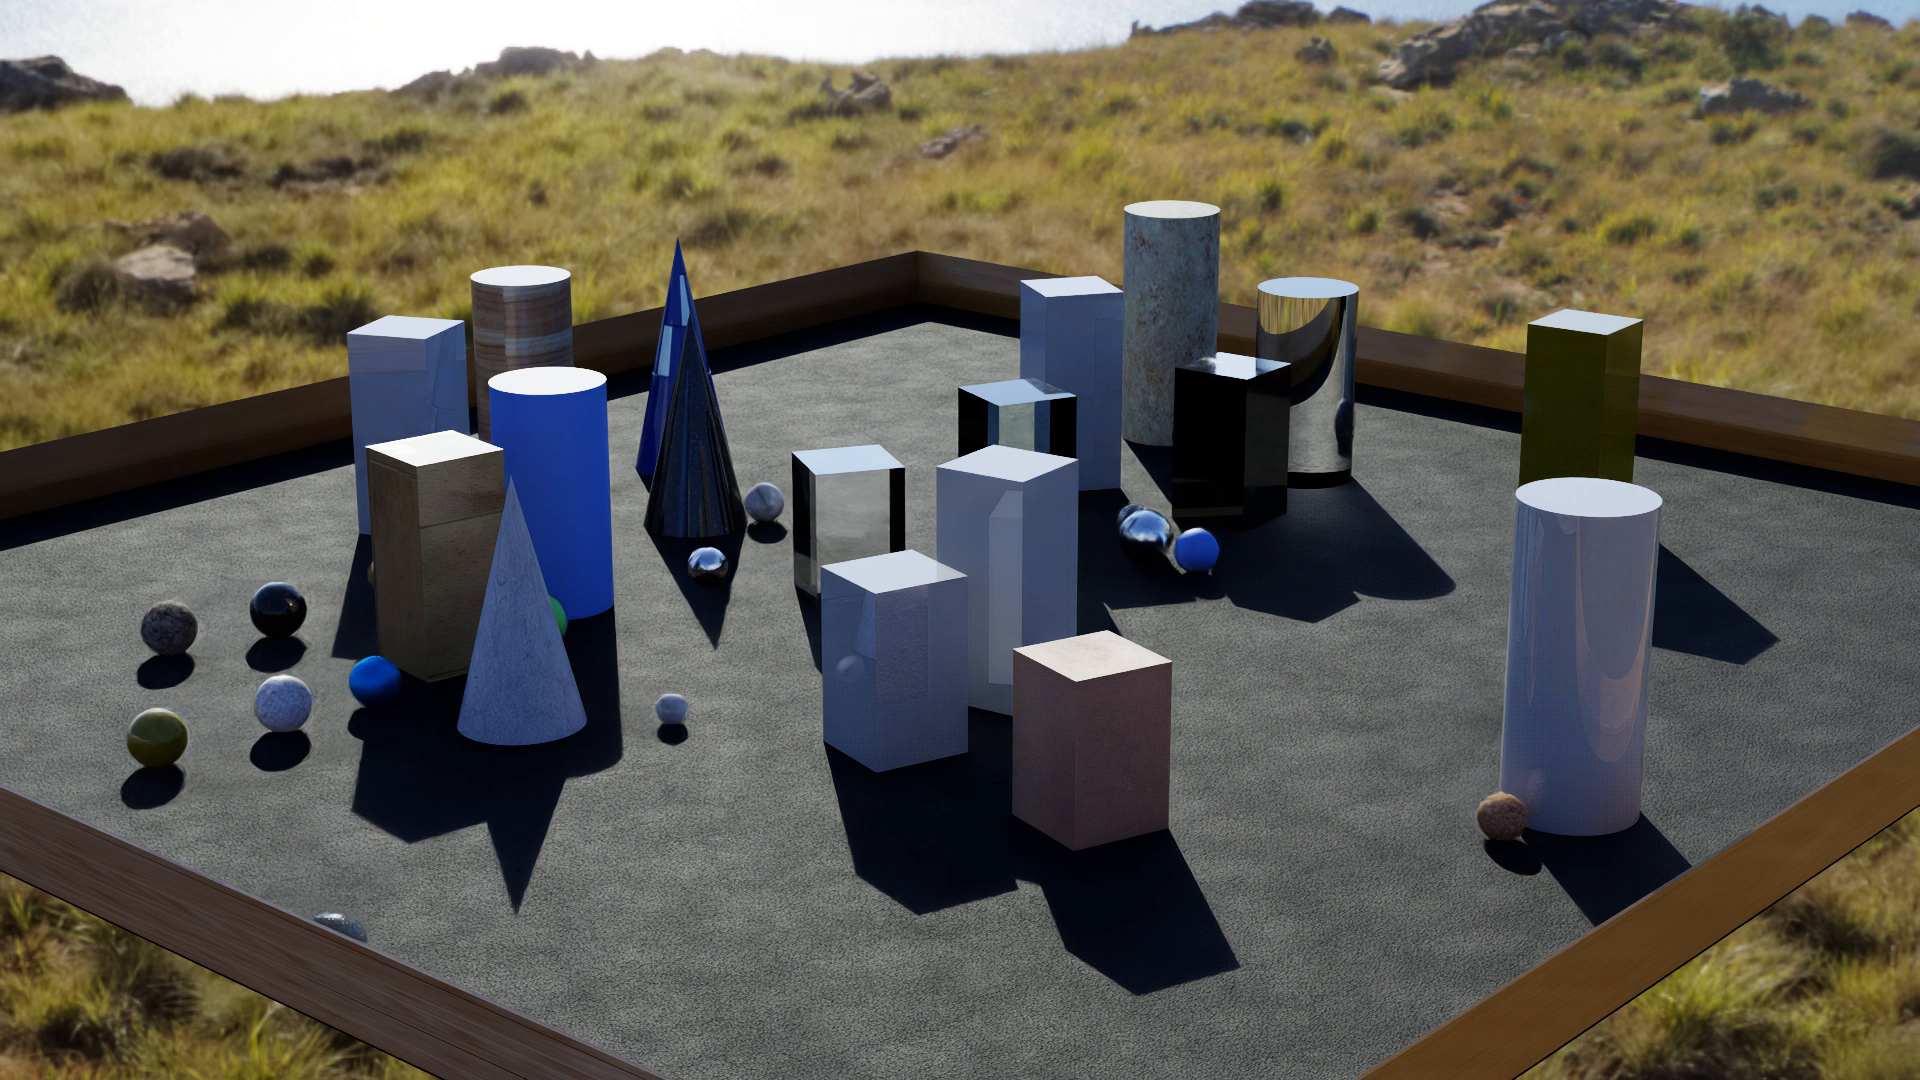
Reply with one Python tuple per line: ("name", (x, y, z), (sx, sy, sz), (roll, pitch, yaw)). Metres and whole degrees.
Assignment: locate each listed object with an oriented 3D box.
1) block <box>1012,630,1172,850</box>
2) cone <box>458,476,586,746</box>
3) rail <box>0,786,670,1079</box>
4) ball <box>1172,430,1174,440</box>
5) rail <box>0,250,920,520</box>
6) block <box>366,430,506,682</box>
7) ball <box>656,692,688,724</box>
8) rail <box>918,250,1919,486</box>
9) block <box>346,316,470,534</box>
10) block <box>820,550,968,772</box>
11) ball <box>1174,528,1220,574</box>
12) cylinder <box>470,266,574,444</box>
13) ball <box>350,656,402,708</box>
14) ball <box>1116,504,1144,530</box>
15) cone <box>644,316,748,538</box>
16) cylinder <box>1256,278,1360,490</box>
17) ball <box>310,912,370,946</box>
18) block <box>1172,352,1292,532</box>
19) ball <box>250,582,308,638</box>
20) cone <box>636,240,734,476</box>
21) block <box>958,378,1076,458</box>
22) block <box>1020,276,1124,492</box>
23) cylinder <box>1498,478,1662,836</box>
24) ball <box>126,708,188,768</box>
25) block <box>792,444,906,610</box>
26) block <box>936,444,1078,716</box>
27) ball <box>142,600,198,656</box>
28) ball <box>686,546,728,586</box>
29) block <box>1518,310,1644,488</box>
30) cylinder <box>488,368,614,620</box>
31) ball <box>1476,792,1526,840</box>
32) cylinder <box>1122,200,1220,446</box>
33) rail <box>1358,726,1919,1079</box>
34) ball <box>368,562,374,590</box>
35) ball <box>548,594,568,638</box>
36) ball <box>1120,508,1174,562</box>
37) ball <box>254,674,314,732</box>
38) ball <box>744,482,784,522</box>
("block", (0.183, 0.278, 4.102), (0.159, 0.247, 0.159), (-10, 19, -30))
("cone", (-0.675, 0.092, 4.464), (0.199, 0.396, 0.199), (0, 17, 0))
("rail", (-1.148, 0.414, 3.853), (3.369, 0.129, 0.045), (14, 22, 39))
("ball", (0.471, -0.217, 6.064), (0.064, 0.064, 0.064), (0, 17, 0))
("rail", (-1.254, -0.282, 6.162), (0.045, 0.129, 3.551), (14, 22, 39))
("block", (-0.842, 0.025, 4.749), (0.159, 0.360, 0.159), (-14, 22, -38))
("ball", (-0.444, 0.259, 4.510), (0.048, 0.048, 0.048), (0, 17, 0))
("rail", (1.148, -0.349, 6.386), (3.369, 0.129, 0.045), (14, 22, 39))
("block", (-1.026, -0.211, 5.489), (0.159, 0.384, 0.159), (5, 18, 17))
("block", (-0.098, 0.179, 4.382), (0.159, 0.277, 0.159), (-10, 20, -31))
("ball", (0.423, 0.019, 5.250), (0.081, 0.081, 0.081), (0, 17, 0))
("cylinder", (-0.882, -0.347, 5.942), (0.199, 0.384, 0.199), (0, 17, 0))
("ball", (-0.913, 0.221, 4.581), (0.080, 0.080, 0.080), (0, 17, 0))
("ball", (0.323, -0.035, 5.459), (0.064, 0.064, 0.064), (0, 17, 0))
("cone", (-0.502, -0.229, 5.506), (0.199, 0.409, 0.199), (0, 17, 0))
("cylinder", (0.686, -0.313, 5.827), (0.199, 0.384, 0.199), (0, 17, 0))
("ball", (-0.775, 0.504, 3.628), (0.088, 0.088, 0.088), (0, 17, 0))
("block", (0.515, -0.188, 5.568), (0.159, 0.294, 0.159), (12, 21, 35))
("ball", (-1.140, 0.117, 4.903), (0.094, 0.094, 0.094), (0, 17, 0))
("cone", (-0.560, -0.377, 5.884), (0.199, 0.474, 0.199), (0, 17, 0))
("block", (0.104, -0.127, 5.359), (0.159, 0.297, 0.159), (-8, 19, -26))
("block", (0.218, -0.308, 5.791), (0.159, 0.394, 0.159), (-5, 17, -16))
("cylinder", (0.868, 0.162, 4.114), (0.199, 0.463, 0.199), (0, 17, 0))
("ball", (-1.186, 0.292, 4.331), (0.089, 0.089, 0.089), (0, 17, 0))
("block", (-0.194, -0.024, 5.113), (0.159, 0.242, 0.159), (-5, 18, -17))
("block", (0.074, 0.062, 4.590), (0.159, 0.379, 0.159), (11, 20, 33))
("ball", (-1.299, 0.144, 4.818), (0.090, 0.090, 0.090), (0, 17, 0))
("ball", (-0.446, 0.047, 5.175), (0.071, 0.071, 0.071), (0, 17, 0))
("block", (1.165, -0.221, 5.516), (0.159, 0.388, 0.159), (12, 21, 35))
("cylinder", (-0.700, -0.080, 5.032), (0.199, 0.397, 0.199), (0, 17, 0))
("ball", (0.750, 0.384, 4.065), (0.067, 0.067, 0.067), (0, 17, 0))
("cylinder", (0.438, -0.453, 6.127), (0.199, 0.480, 0.199), (0, 17, 0))
("rail", (1.254, 0.346, 4.077), (0.045, 0.129, 3.551), (14, 22, 39))
("ball", (-0.988, 0.060, 5.106), (0.086, 0.086, 0.086), (0, 17, 0))
("ball", (-0.696, 0.136, 4.830), (0.099, 0.099, 0.099), (0, 17, 0))
("ball", (0.337, -0.008, 5.311), (0.097, 0.097, 0.097), (0, 17, 0))
("ball", (-1.032, 0.250, 4.472), (0.089, 0.089, 0.089), (0, 17, 0))
("ball", (-0.371, -0.071, 5.560), (0.075, 0.075, 0.075), (0, 17, 0))
